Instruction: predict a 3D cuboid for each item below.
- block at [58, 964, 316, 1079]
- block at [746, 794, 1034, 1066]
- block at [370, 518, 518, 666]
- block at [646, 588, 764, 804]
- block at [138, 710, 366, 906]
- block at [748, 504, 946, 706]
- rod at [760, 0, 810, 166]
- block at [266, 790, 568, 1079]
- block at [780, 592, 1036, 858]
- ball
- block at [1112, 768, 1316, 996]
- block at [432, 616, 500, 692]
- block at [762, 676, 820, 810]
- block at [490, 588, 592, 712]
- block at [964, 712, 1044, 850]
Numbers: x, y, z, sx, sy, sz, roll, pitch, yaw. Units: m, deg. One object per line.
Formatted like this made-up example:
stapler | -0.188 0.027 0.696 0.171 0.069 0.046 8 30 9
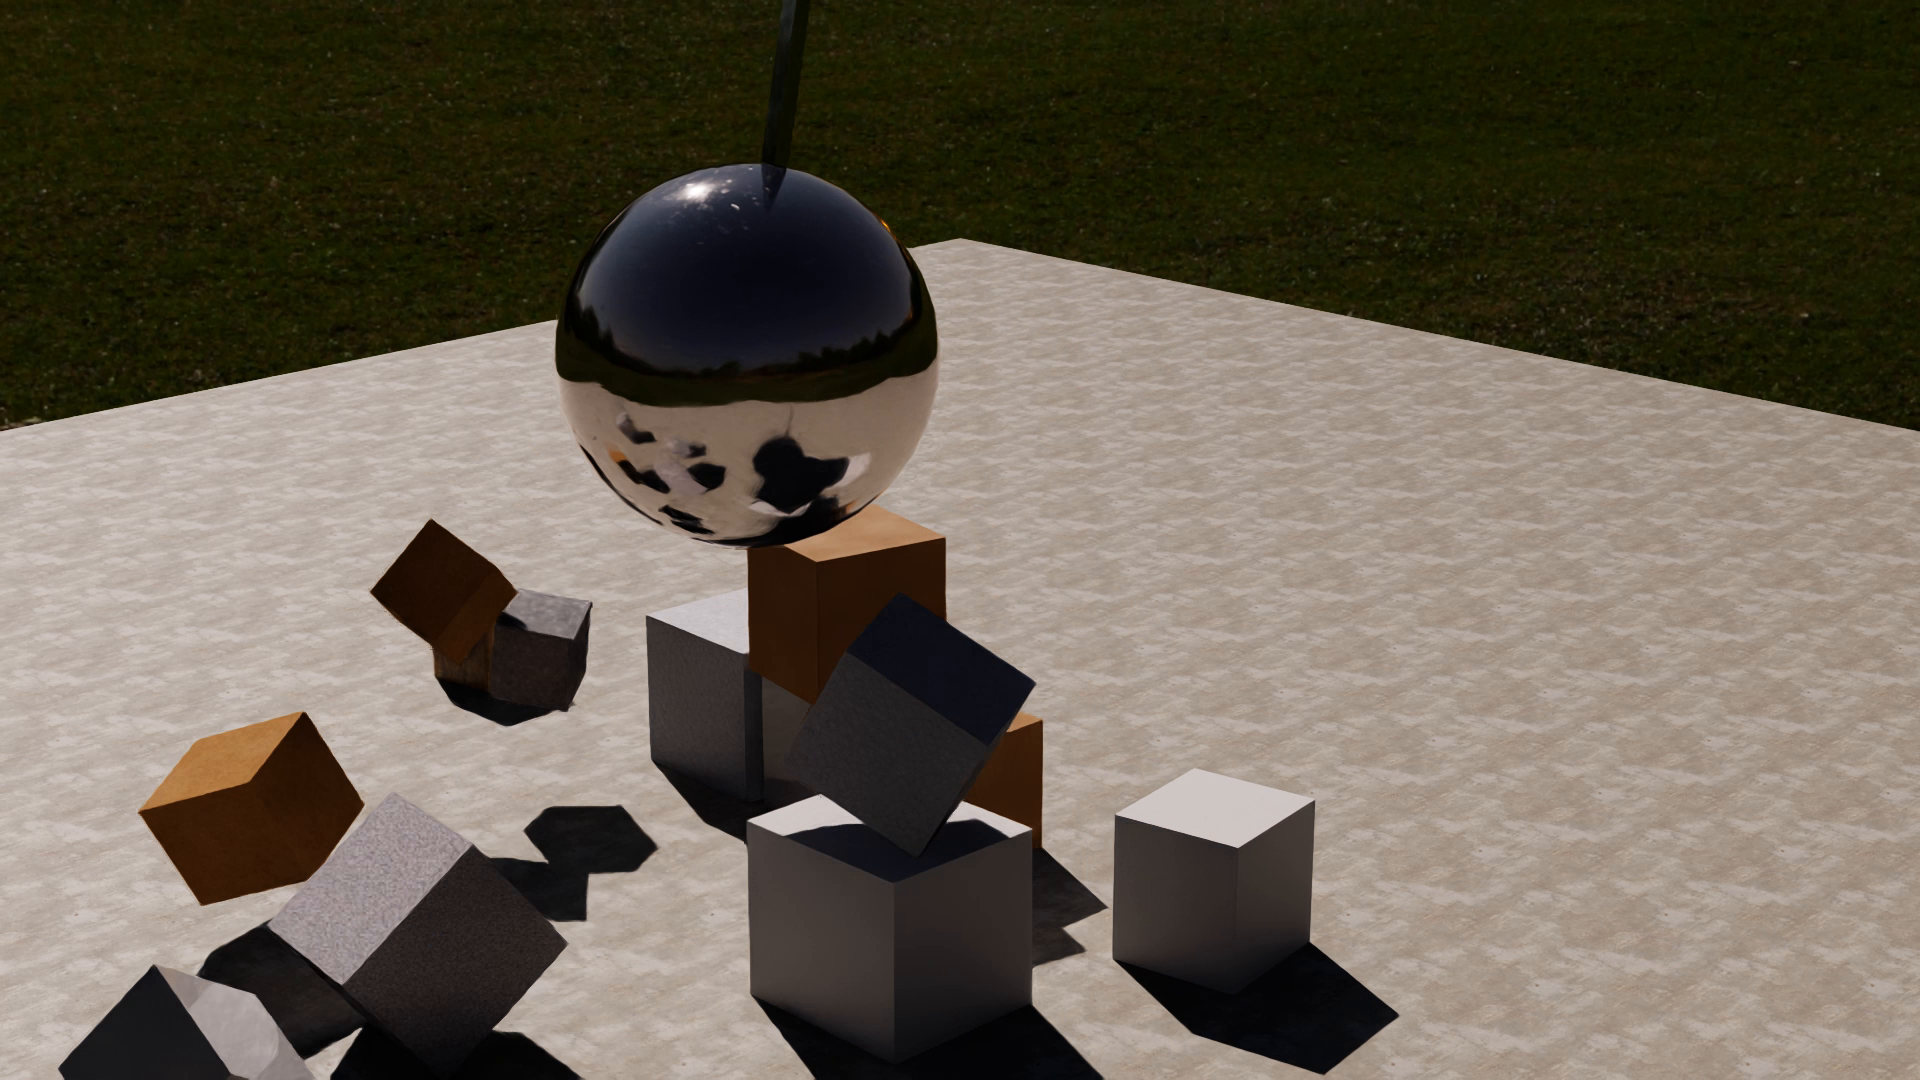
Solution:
block | -2.747 1.958 10.538 0.563 0.516 0.596 45 3 30
block | -0.289 1.541 12.125 0.781 0.789 0.883 -16 24 -42
block | -2.471 0.251 14.051 0.419 0.455 0.398 35 -12 16
block | -1.007 0.748 14.676 0.792 0.773 0.784 -15 23 -40
block | -3.075 1.168 12.762 0.618 0.527 0.534 -15 26 25
block | -0.536 0.301 13.858 0.705 0.708 0.639 -11 21 -32
rod | -0.381 -4.087 11.658 0.080 5.200 0.080 17 12 42
block | -2.162 1.575 11.701 0.727 0.674 0.680 -48 38 -16
block | -0.206 0.738 11.753 0.667 0.652 0.550 34 33 5
ball | -0.880 -0.764 12.179 1.600 1.600 1.600 0 17 0
block | 1.090 1.456 12.596 0.607 0.670 0.646 12 21 34
block | -2.546 0.529 15.923 0.448 0.422 0.461 12 21 42
block | -0.463 0.960 14.119 0.646 0.703 0.734 -17 24 -42
block | -2.049 0.535 14.341 0.386 0.418 0.372 11 29 3
block | 0.002 1.131 13.677 0.518 0.641 0.567 -17 24 -42
